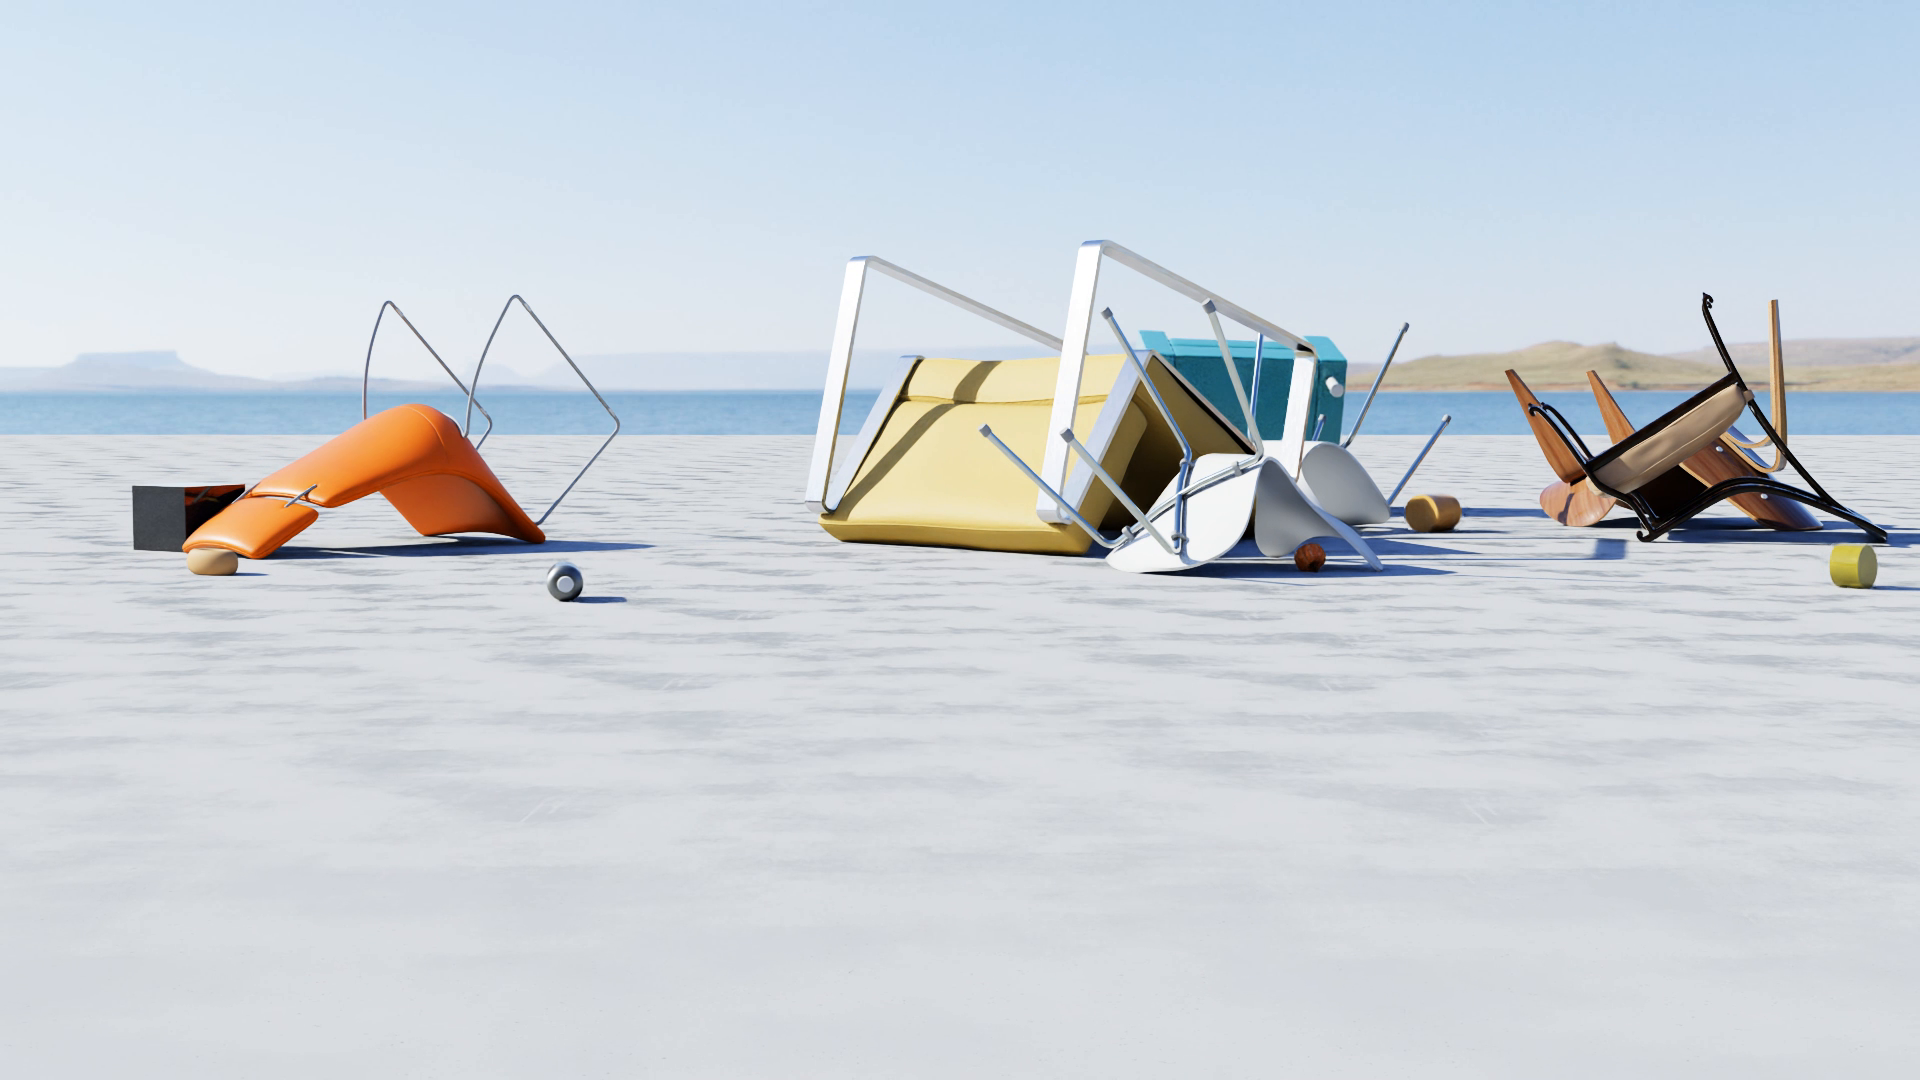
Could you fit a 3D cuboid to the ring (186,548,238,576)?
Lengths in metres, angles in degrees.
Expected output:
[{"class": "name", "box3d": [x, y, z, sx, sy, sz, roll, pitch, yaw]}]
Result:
[{"class": "ring", "box3d": [-1.815, 0.053, 5.340, 0.161, 0.060, 0.091, 4, 4, 35]}]

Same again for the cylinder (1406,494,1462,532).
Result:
[{"class": "cylinder", "box3d": [1.492, -0.085, 6.932, 0.109, 0.117, 0.136, -3, 3, -36]}]

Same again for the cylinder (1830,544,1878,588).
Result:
[{"class": "cylinder", "box3d": [2.019, 0.059, 4.969, 0.065, 0.094, 0.105, 4, -30, 47]}]

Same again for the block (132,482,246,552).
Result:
[{"class": "block", "box3d": [-2.162, -0.065, 6.173, 0.212, 0.181, 0.213, 2, 5, 30]}]
